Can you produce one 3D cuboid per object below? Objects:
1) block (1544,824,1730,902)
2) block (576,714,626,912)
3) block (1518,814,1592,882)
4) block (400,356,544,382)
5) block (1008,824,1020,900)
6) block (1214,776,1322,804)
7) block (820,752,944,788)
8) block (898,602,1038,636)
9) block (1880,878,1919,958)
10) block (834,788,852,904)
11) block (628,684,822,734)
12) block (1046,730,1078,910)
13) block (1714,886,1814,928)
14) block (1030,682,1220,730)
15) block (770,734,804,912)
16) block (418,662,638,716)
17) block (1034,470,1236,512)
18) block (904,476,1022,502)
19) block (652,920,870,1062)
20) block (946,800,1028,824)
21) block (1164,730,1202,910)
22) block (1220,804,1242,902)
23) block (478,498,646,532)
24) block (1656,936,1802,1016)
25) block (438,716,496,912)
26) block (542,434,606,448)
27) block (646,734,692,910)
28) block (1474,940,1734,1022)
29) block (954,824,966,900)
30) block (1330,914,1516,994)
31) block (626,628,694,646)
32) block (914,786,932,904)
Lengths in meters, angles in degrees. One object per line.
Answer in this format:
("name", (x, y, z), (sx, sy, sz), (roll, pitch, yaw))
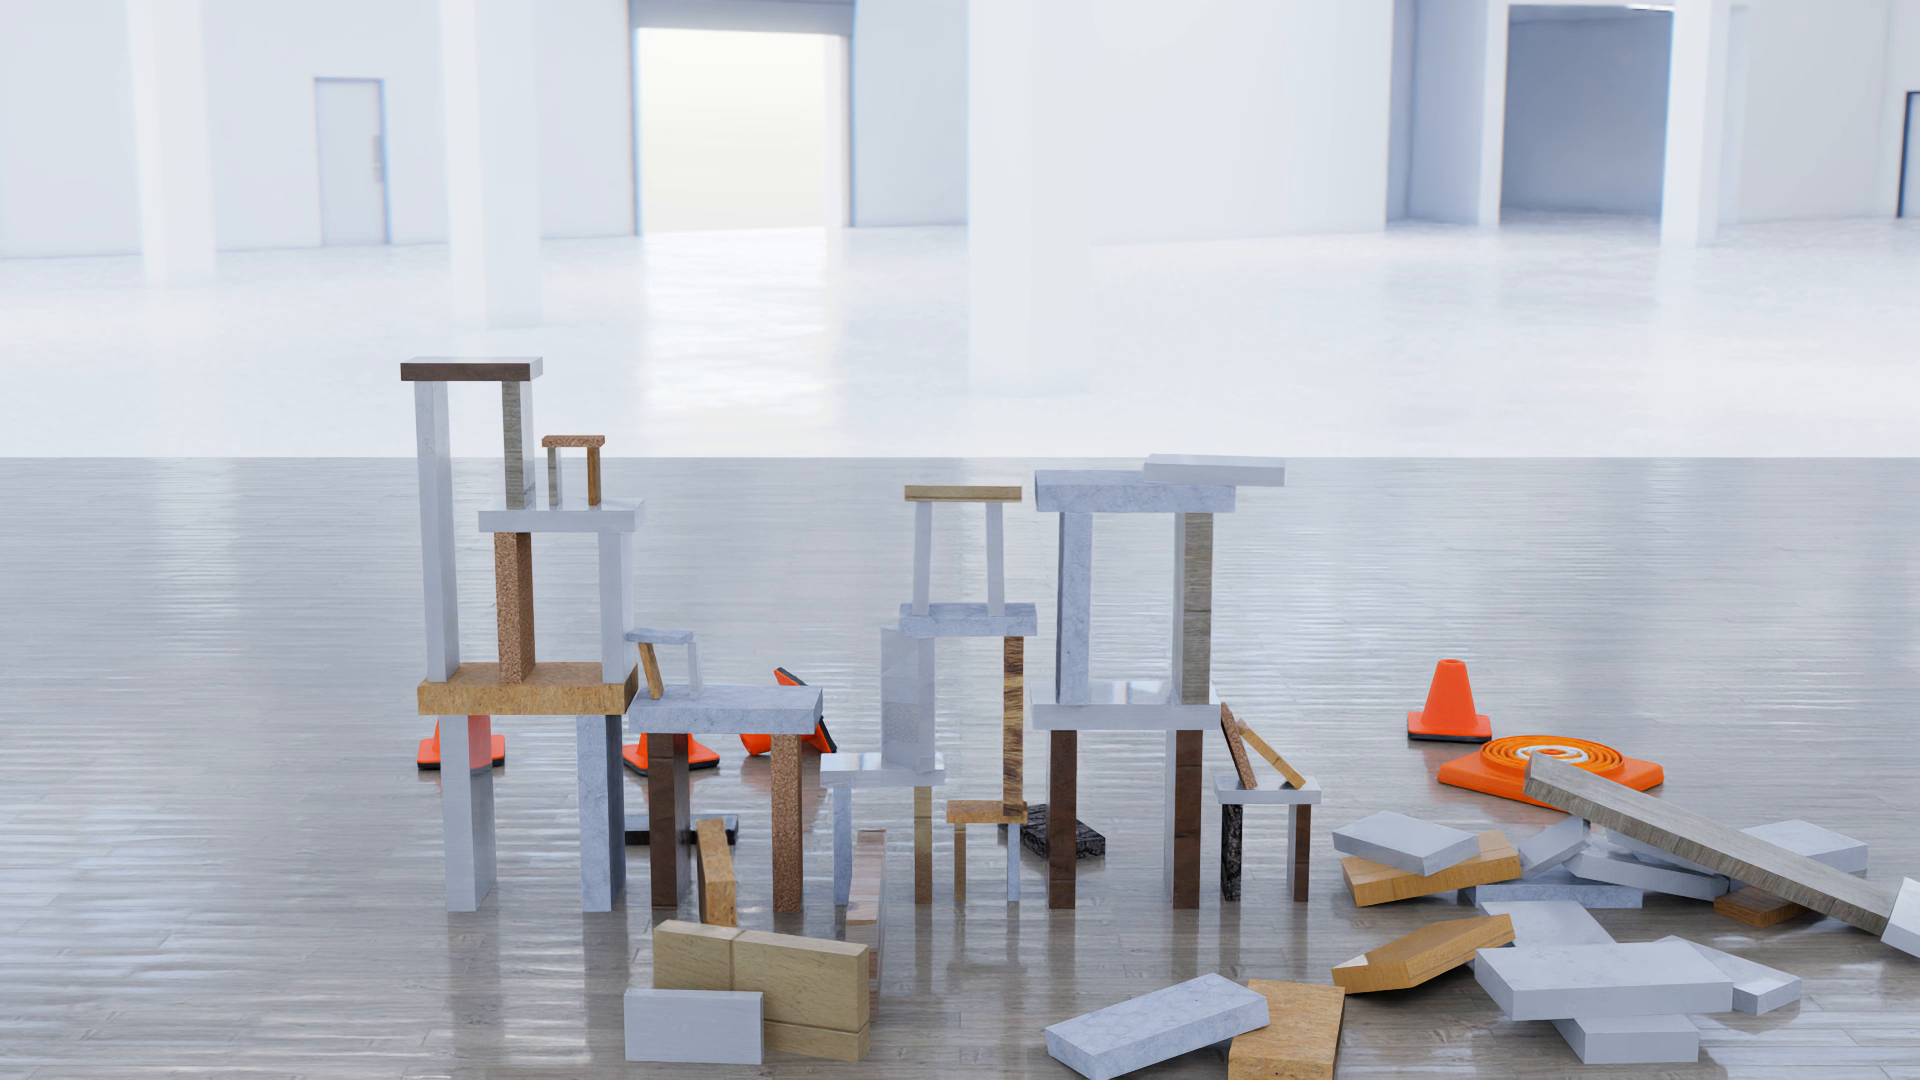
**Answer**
("block", (1.115, 0.536, 3.639), (0.272, 0.039, 0.136), (12, 11, -14))
("block", (-0.592, 0.428, 3.637), (0.047, 0.330, 0.165), (0, 11, 0))
("block", (0.972, 0.500, 3.597), (0.134, 0.019, 0.067), (-39, 21, 35))
("block", (-0.777, -0.273, 3.505), (0.204, 0.029, 0.102), (0, 11, 1))
("block", (0.089, 0.525, 3.656), (0.019, 0.133, 0.067), (0, 11, 0))
("block", (0.507, 0.413, 3.639), (0.167, 0.024, 0.084), (0, 11, 0))
("block", (-0.128, 0.379, 3.625), (0.202, 0.029, 0.101), (0, 11, -3))
("block", (0.013, 0.129, 3.585), (0.222, 0.031, 0.111), (0, 11, 0))
("block", (1.516, 0.600, 3.433), (0.118, 0.033, 0.236), (24, 20, 23))
("block", (-0.195, 0.491, 3.650), (0.029, 0.202, 0.101), (0, 11, -2))
("block", (-0.381, 0.277, 3.603), (0.299, 0.042, 0.149), (0, 11, 2))
("block", (0.167, 0.441, 3.643), (0.043, 0.302, 0.151), (0, 11, 0))
("block", (1.326, 0.591, 3.593), (0.178, 0.025, 0.089), (-7, 13, -34))
("block", (0.268, 0.271, 3.612), (0.302, 0.043, 0.151), (0, 11, 0))
("block", (-0.285, 0.445, 3.631), (0.042, 0.299, 0.149), (0, 11, -2))
("block", (-0.704, 0.242, 3.603), (0.330, 0.047, 0.165), (0, 11, -1))
("block", (0.279, -0.080, 3.550), (0.312, 0.044, 0.156), (0, 11, 0))
("block", (0.006, -0.082, 3.538), (0.186, 0.026, 0.093), (0, 11, 2))
("block", (-0.277, 0.625, 3.058), (0.307, 0.153, 0.043), (4, 11, 19))
("block", (0.045, 0.450, 3.642), (0.133, 0.019, 0.067), (0, 11, 1))
("block", (0.369, 0.441, 3.643), (0.043, 0.302, 0.151), (0, 11, -1))
("block", (0.451, 0.507, 3.657), (0.024, 0.167, 0.084), (0, 11, 0))
("block", (-0.640, -0.041, 3.548), (0.248, 0.035, 0.124), (0, 11, 0))
("block", (1.122, 0.647, 3.276), (0.111, 0.031, 0.221), (-8, 13, -37))
("block", (-0.813, 0.428, 3.637), (0.047, 0.330, 0.165), (0, 11, 0))
("block", (-0.621, -0.159, 3.533), (0.095, 0.013, 0.047), (0, 11, -1))
("block", (-0.480, 0.444, 3.637), (0.042, 0.299, 0.149), (0, 11, 2))
("block", (0.910, 0.624, 3.120), (0.315, 0.045, 0.158), (-1, 11, -6))
("block", (0.000, 0.525, 3.656), (0.019, 0.133, 0.067), (0, 11, 0))
("block", (0.694, 0.618, 3.286), (0.274, 0.039, 0.137), (-10, -6, -43))
("block", (-0.487, 0.156, 3.574), (0.095, 0.014, 0.048), (3, 11, 15))
("block", (-0.061, 0.491, 3.650), (0.029, 0.202, 0.101), (0, 11, 0))
